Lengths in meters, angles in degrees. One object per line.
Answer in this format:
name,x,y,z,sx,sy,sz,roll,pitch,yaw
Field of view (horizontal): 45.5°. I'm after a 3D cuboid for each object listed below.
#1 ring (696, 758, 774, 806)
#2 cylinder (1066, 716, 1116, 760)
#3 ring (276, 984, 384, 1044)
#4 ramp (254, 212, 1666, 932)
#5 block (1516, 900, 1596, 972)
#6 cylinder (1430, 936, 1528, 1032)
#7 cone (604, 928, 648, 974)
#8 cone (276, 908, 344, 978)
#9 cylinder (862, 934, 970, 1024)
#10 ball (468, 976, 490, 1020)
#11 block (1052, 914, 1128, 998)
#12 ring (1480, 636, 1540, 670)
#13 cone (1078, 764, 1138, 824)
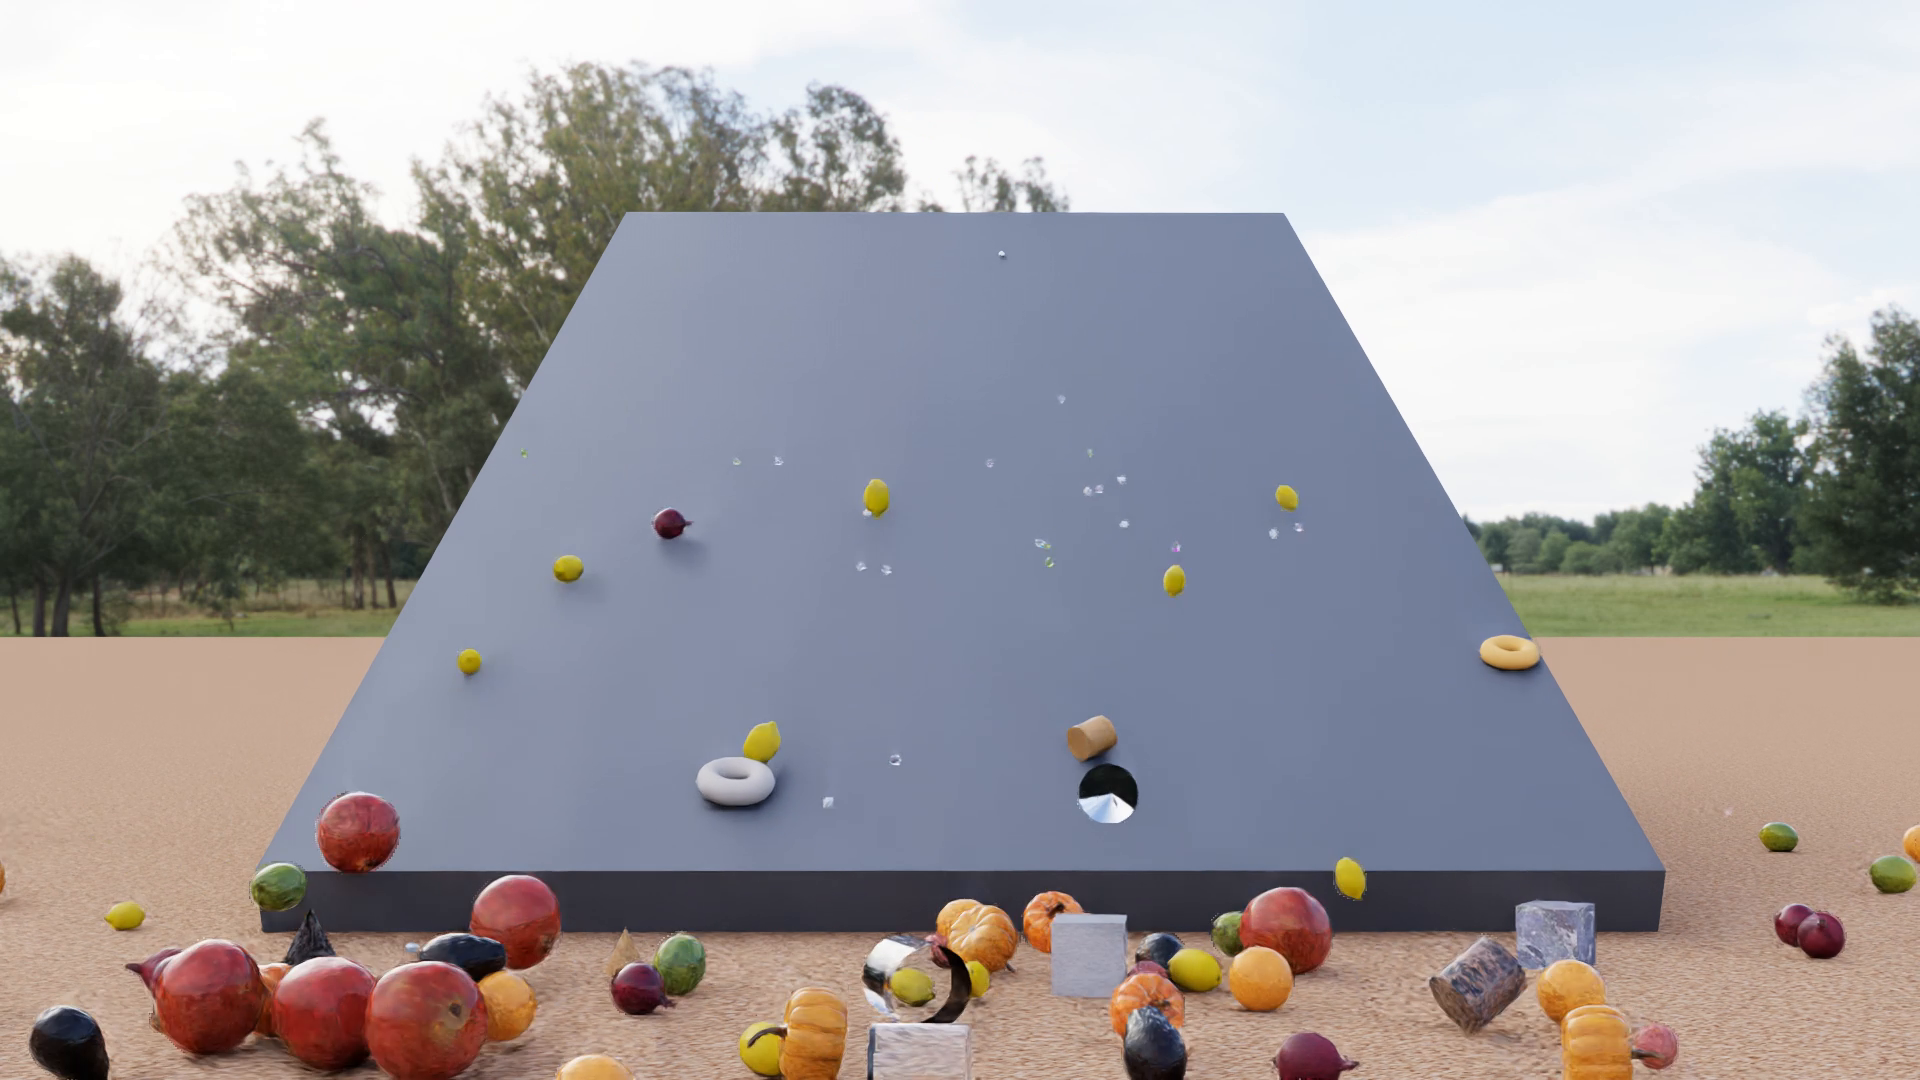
ring,-0.339,0.364,3.454,0.118,0.039,0.118,3,20,-1
cylinder,0.205,0.309,3.571,0.055,0.055,0.055,-20,10,-36
ring,-0.650,0.490,2.365,0.108,0.036,0.108,-11,-30,-6
ramp,-0.006,-0.218,5.123,2.000,0.100,4.000,0,22,0
block,0.768,0.509,2.948,0.078,0.078,0.078,-1,-3,33
cylinder,0.555,0.476,2.450,0.073,0.073,0.073,-35,10,-19
cone,-0.424,0.519,2.901,0.056,0.056,0.056,0,-2,0
cone,-0.821,0.505,2.894,0.083,0.083,0.083,0,-2,0
cylinder,-0.048,0.485,2.510,0.093,0.093,0.093,1,-2,-22
ball,-0.545,0.506,2.522,0.051,0.051,0.051,0,-2,0
block,0.156,0.497,2.744,0.086,0.086,0.086,0,-2,6
ring,0.938,0.193,3.904,0.101,0.034,0.101,0,20,0
cone,0.226,0.379,3.420,0.088,0.088,0.088,0,-6,10
